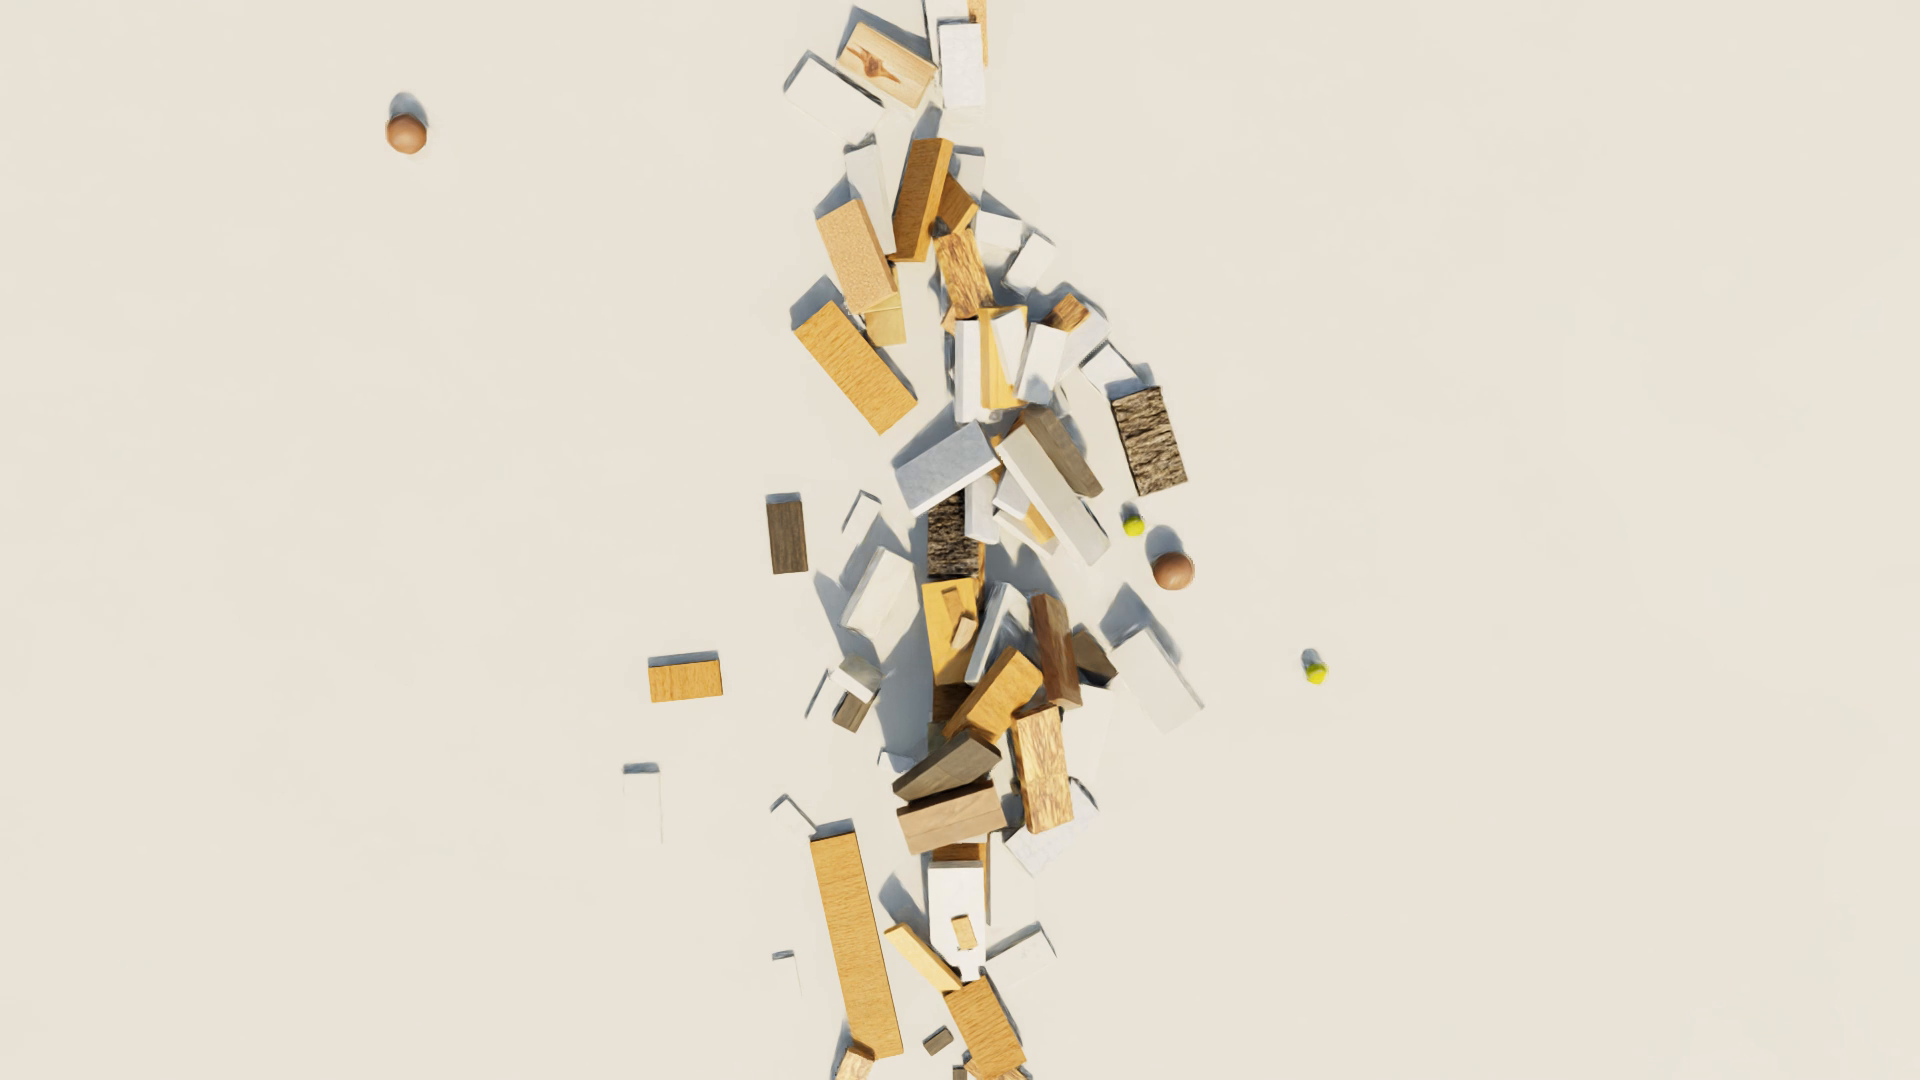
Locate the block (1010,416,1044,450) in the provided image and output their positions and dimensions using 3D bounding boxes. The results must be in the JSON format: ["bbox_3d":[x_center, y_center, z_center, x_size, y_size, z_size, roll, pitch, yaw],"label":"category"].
[{"bbox_3d":[0.263,-0.347,5.462,0.176,0.025,0.088,37,90,0],"label":"block"}]

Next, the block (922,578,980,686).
[{"bbox_3d":[-0.020,0.296,5.339,0.164,0.047,0.329,-8,86,-1],"label":"block"}]

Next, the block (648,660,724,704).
[{"bbox_3d":[-0.912,0.470,5.483,0.235,0.033,0.117,-6,90,0],"label":"block"}]

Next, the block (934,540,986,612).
[{"bbox_3d":[0.000,0.074,5.433,0.164,0.047,0.329,1,74,0],"label":"block"}]

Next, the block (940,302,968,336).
[{"bbox_3d":[-0.004,-0.740,5.369,0.071,0.020,0.142,33,77,-26],"label":"block"}]

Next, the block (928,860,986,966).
[{"bbox_3d":[-0.009,1.229,5.424,0.179,0.051,0.358,-1,107,0],"label":"block"}]

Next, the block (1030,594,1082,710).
[{"bbox_3d":[0.314,0.364,5.355,0.050,0.176,0.352,-17,69,22],"label":"block"}]

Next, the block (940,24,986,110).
[{"bbox_3d":[0.007,-1.546,5.391,0.135,0.038,0.270,-3,87,-2],"label":"block"}]

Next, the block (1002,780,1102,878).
[{"bbox_3d":[0.305,0.954,5.439,0.306,0.043,0.153,-40,90,-15],"label":"block"}]

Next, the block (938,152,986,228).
[{"bbox_3d":[0.007,-1.148,5.450,0.128,0.036,0.256,7,77,2],"label":"block"}]

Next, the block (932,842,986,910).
[{"bbox_3d":[0.000,1.046,5.475,0.179,0.051,0.358,0,90,0],"label":"block"}]

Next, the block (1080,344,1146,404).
[{"bbox_3d":[0.529,-0.513,5.482,0.125,0.035,0.250,-42,90,0],"label":"block"}]

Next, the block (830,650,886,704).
[{"bbox_3d":[-0.329,0.442,5.355,0.143,0.286,0.041,36,99,0],"label":"block"}]

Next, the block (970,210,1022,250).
[{"bbox_3d":[0.118,-1.018,5.428,0.194,0.027,0.097,5,90,-39],"label":"block"}]

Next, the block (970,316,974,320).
[{"bbox_3d":[0.011,-0.680,5.466,0.070,0.020,0.140,-1,111,0],"label":"block"}]

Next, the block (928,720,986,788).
[{"bbox_3d":[-0.006,0.764,5.320,0.179,0.051,0.358,-3,91,0],"label":"block"}]

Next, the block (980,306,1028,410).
[{"bbox_3d":[0.145,-0.599,5.400,0.163,0.046,0.327,-10,105,-37],"label":"block"}]

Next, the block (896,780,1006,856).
[{"bbox_3d":[-0.026,0.882,5.240,0.320,0.045,0.160,-17,117,-1],"label":"block"}]

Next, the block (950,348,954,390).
[{"bbox_3d":[0.003,-0.569,5.476,0.070,0.020,0.140,-1,102,0],"label":"block"}]

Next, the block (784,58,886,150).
[{"bbox_3d":[-0.415,-1.447,5.479,0.303,0.043,0.152,35,90,0],"label":"block"}]

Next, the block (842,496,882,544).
[{"bbox_3d":[-0.326,-0.067,5.489,0.074,0.021,0.149,26,90,0],"label":"block"}]

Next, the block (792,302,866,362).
[{"bbox_3d":[-0.436,-0.695,5.484,0.222,0.031,0.111,-29,90,0],"label":"block"}]

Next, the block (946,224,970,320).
[{"bbox_3d":[-0.007,-0.875,5.402,0.071,0.020,0.356,-1,94,0],"label":"block"}]

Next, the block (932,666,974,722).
[{"bbox_3d":[0.001,0.445,5.422,0.179,0.051,0.358,0,72,0],"label":"block"}]

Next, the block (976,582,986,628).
[{"bbox_3d":[0.003,0.267,5.427,0.164,0.047,0.328,-1,72,0],"label":"block"}]

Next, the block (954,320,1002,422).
[{"bbox_3d":[0.062,-0.555,5.404,0.163,0.046,0.327,-7,103,-37],"label":"block"}]

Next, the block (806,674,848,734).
[{"bbox_3d":[-0.437,0.546,5.488,0.087,0.025,0.174,26,90,0],"label":"block"}]

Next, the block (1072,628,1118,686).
[{"bbox_3d":[0.432,0.399,5.487,0.094,0.027,0.188,-38,90,0],"label":"block"}]

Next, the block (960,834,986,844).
[{"bbox_3d":[-0.001,0.815,5.435,0.179,0.051,0.358,0,77,0],"label":"block"}]

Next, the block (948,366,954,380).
[{"bbox_3d":[0.028,-0.527,5.448,0.071,0.020,0.142,-37,123,7],"label":"block"}]

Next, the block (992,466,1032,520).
[{"bbox_3d":[0.192,-0.189,5.402,0.116,0.033,0.232,31,54,-13],"label":"block"}]

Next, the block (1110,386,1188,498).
[{"bbox_3d":[0.624,-0.326,5.451,0.166,0.047,0.332,-18,97,-4],"label":"block"}]

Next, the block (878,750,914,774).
[{"bbox_3d":[-0.212,0.744,5.492,0.113,0.016,0.057,15,90,0],"label":"block"}]

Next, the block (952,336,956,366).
[{"bbox_3d":[0.008,-0.641,5.441,0.070,0.020,0.140,1,97,0],"label":"block"}]

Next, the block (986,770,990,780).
[{"bbox_3d":[0.008,0.682,5.413,0.179,0.051,0.358,0,77,0],"label":"block"}]

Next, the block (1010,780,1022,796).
[{"bbox_3d":[0.217,0.816,5.493,0.094,0.013,0.047,-20,90,0],"label":"block"}]

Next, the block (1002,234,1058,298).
[{"bbox_3d":[0.230,-0.911,5.480,0.097,0.027,0.194,33,90,-8],"label":"block"}]

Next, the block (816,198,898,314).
[{"bbox_3d":[-0.340,-0.933,5.430,0.167,0.047,0.333,-24,85,26],"label":"block"}]

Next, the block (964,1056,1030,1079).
[{"bbox_3d":[0.131,1.782,5.484,0.221,0.031,0.110,42,90,0],"label":"block"}]

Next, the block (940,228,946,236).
[{"bbox_3d":[0.001,-1.002,5.482,0.128,0.036,0.256,0,90,0],"label":"block"}]

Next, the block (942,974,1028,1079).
[{"bbox_3d":[0.082,1.615,5.454,0.154,0.044,0.309,-27,85,-7],"label":"block"}]

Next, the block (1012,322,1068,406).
[{"bbox_3d":[0.260,-0.572,5.382,0.125,0.035,0.250,11,98,-32],"label":"block"}]

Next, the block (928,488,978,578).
[{"bbox_3d":[-0.024,-0.037,5.411,0.163,0.046,0.327,0,70,0],"label":"block"}]

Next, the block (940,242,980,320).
[{"bbox_3d":[0.001,-0.856,5.449,0.128,0.036,0.256,0,102,0],"label":"block"}]
